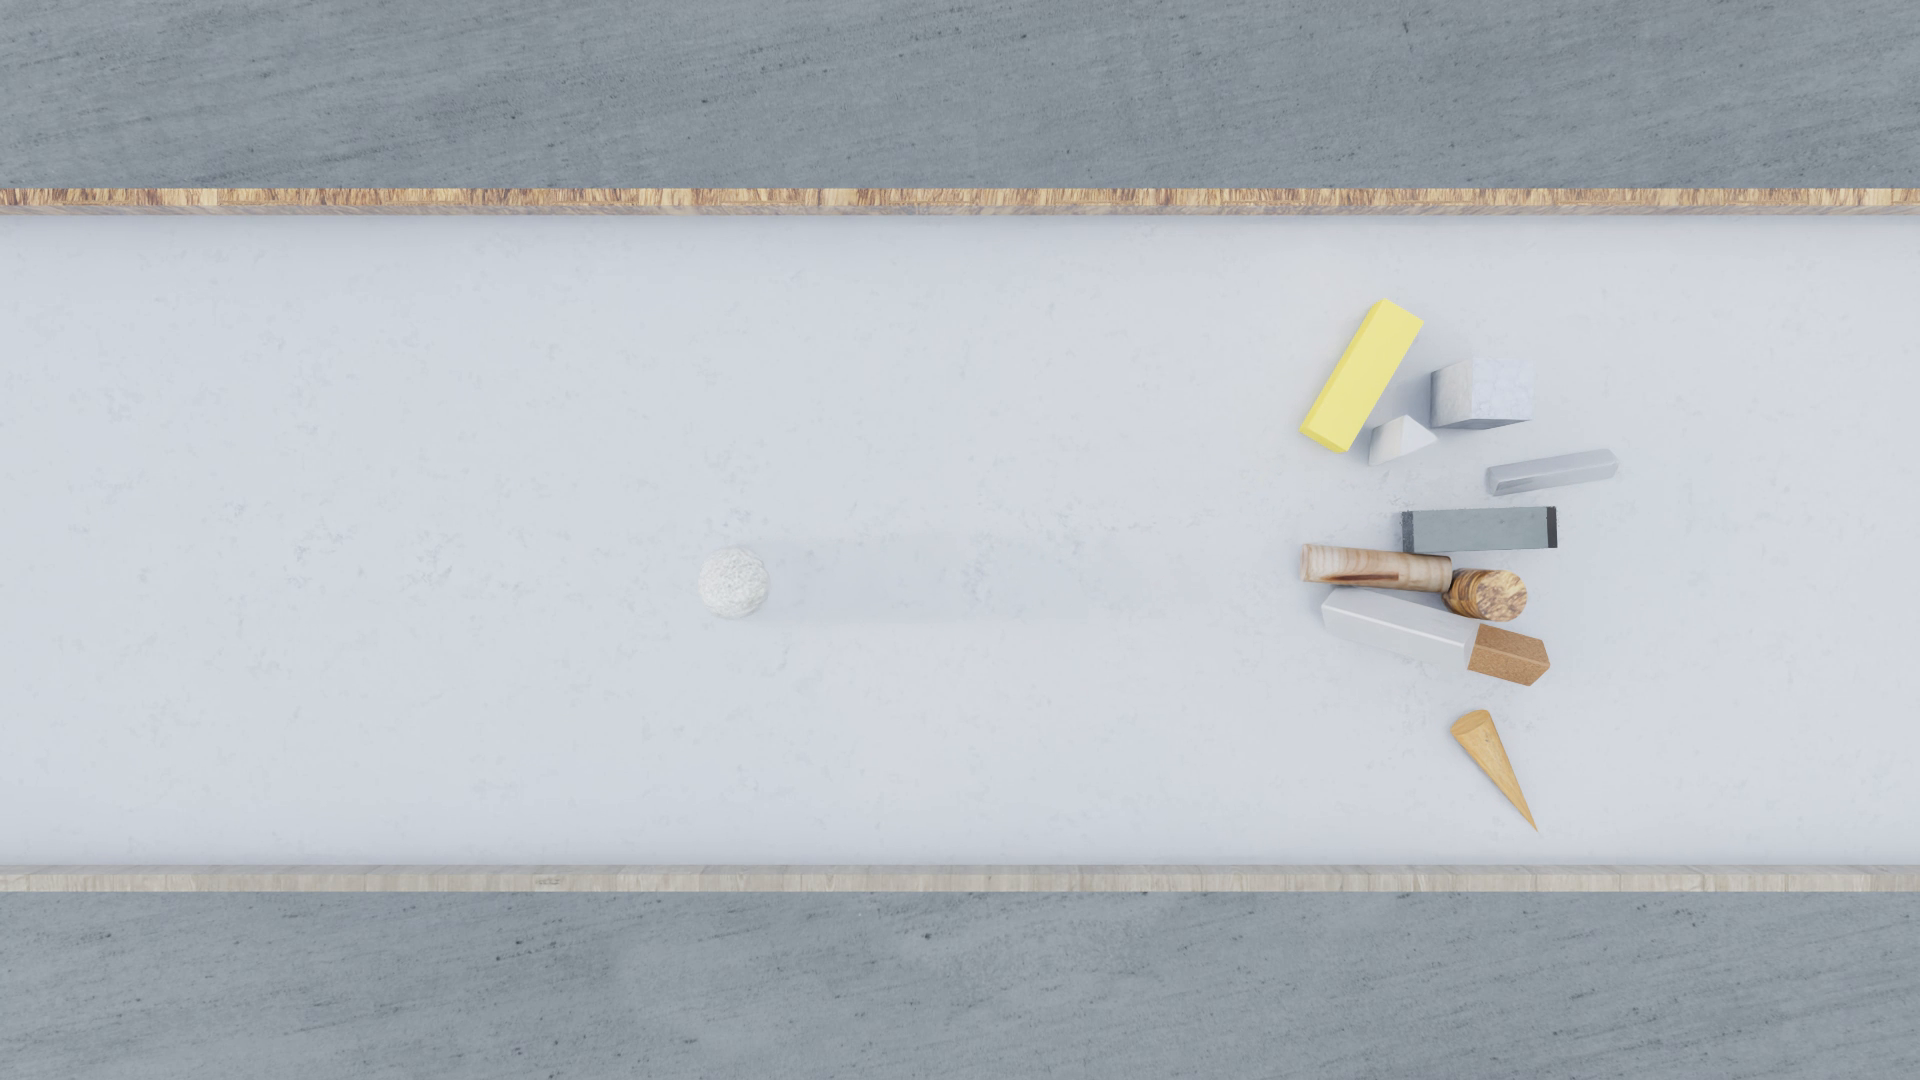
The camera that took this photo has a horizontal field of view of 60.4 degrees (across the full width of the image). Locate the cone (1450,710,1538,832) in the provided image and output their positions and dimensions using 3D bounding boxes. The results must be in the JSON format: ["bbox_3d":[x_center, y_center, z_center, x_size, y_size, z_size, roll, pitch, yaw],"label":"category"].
[{"bbox_3d":[1.667,0.730,5.045,0.129,0.129,0.428,-34,99,0],"label":"cone"}]

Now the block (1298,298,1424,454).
[{"bbox_3d":[1.216,-0.495,5.007,0.138,0.138,0.452,31,90,0],"label":"block"}]

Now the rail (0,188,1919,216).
[{"bbox_3d":[-2.247,-1.025,5.002,12.000,0.150,0.050,0,90,0],"label":"rail"}]

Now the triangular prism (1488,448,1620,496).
[{"bbox_3d":[1.816,-0.207,5.035,0.373,0.079,0.091,-9,90,0],"label":"triangular prism"}]

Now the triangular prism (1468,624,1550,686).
[{"bbox_3d":[1.556,0.320,5.010,0.446,0.126,0.145,15,90,0],"label":"triangular prism"}]

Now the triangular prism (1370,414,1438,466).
[{"bbox_3d":[1.299,-0.306,4.917,0.119,0.315,0.103,-23,88,-4],"label":"triangular prism"}]

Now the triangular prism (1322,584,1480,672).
[{"bbox_3d":[1.295,0.255,4.893,0.431,0.134,0.154,16,93,28],"label":"triangular prism"}]

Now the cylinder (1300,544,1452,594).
[{"bbox_3d":[1.263,0.088,5.019,0.436,0.116,0.116,5,90,0],"label":"cylinder"}]

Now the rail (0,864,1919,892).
[{"bbox_3d":[-2.247,1.025,5.001,12.000,0.150,0.050,0,90,0],"label":"rail"}]

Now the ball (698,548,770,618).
[{"bbox_3d":[-0.679,0.129,4.969,0.215,0.215,0.215,0,90,0],"label":"ball"}]

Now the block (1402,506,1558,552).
[{"bbox_3d":[1.577,-0.032,5.014,0.430,0.126,0.126,-2,90,0],"label":"block"}]

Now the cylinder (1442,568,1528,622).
[{"bbox_3d":[1.559,0.162,4.919,0.151,0.311,0.151,0,90,-2],"label":"cylinder"}]

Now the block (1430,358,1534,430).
[{"bbox_3d":[1.534,-0.427,4.868,0.172,0.418,0.172,1,90,0],"label":"block"}]
